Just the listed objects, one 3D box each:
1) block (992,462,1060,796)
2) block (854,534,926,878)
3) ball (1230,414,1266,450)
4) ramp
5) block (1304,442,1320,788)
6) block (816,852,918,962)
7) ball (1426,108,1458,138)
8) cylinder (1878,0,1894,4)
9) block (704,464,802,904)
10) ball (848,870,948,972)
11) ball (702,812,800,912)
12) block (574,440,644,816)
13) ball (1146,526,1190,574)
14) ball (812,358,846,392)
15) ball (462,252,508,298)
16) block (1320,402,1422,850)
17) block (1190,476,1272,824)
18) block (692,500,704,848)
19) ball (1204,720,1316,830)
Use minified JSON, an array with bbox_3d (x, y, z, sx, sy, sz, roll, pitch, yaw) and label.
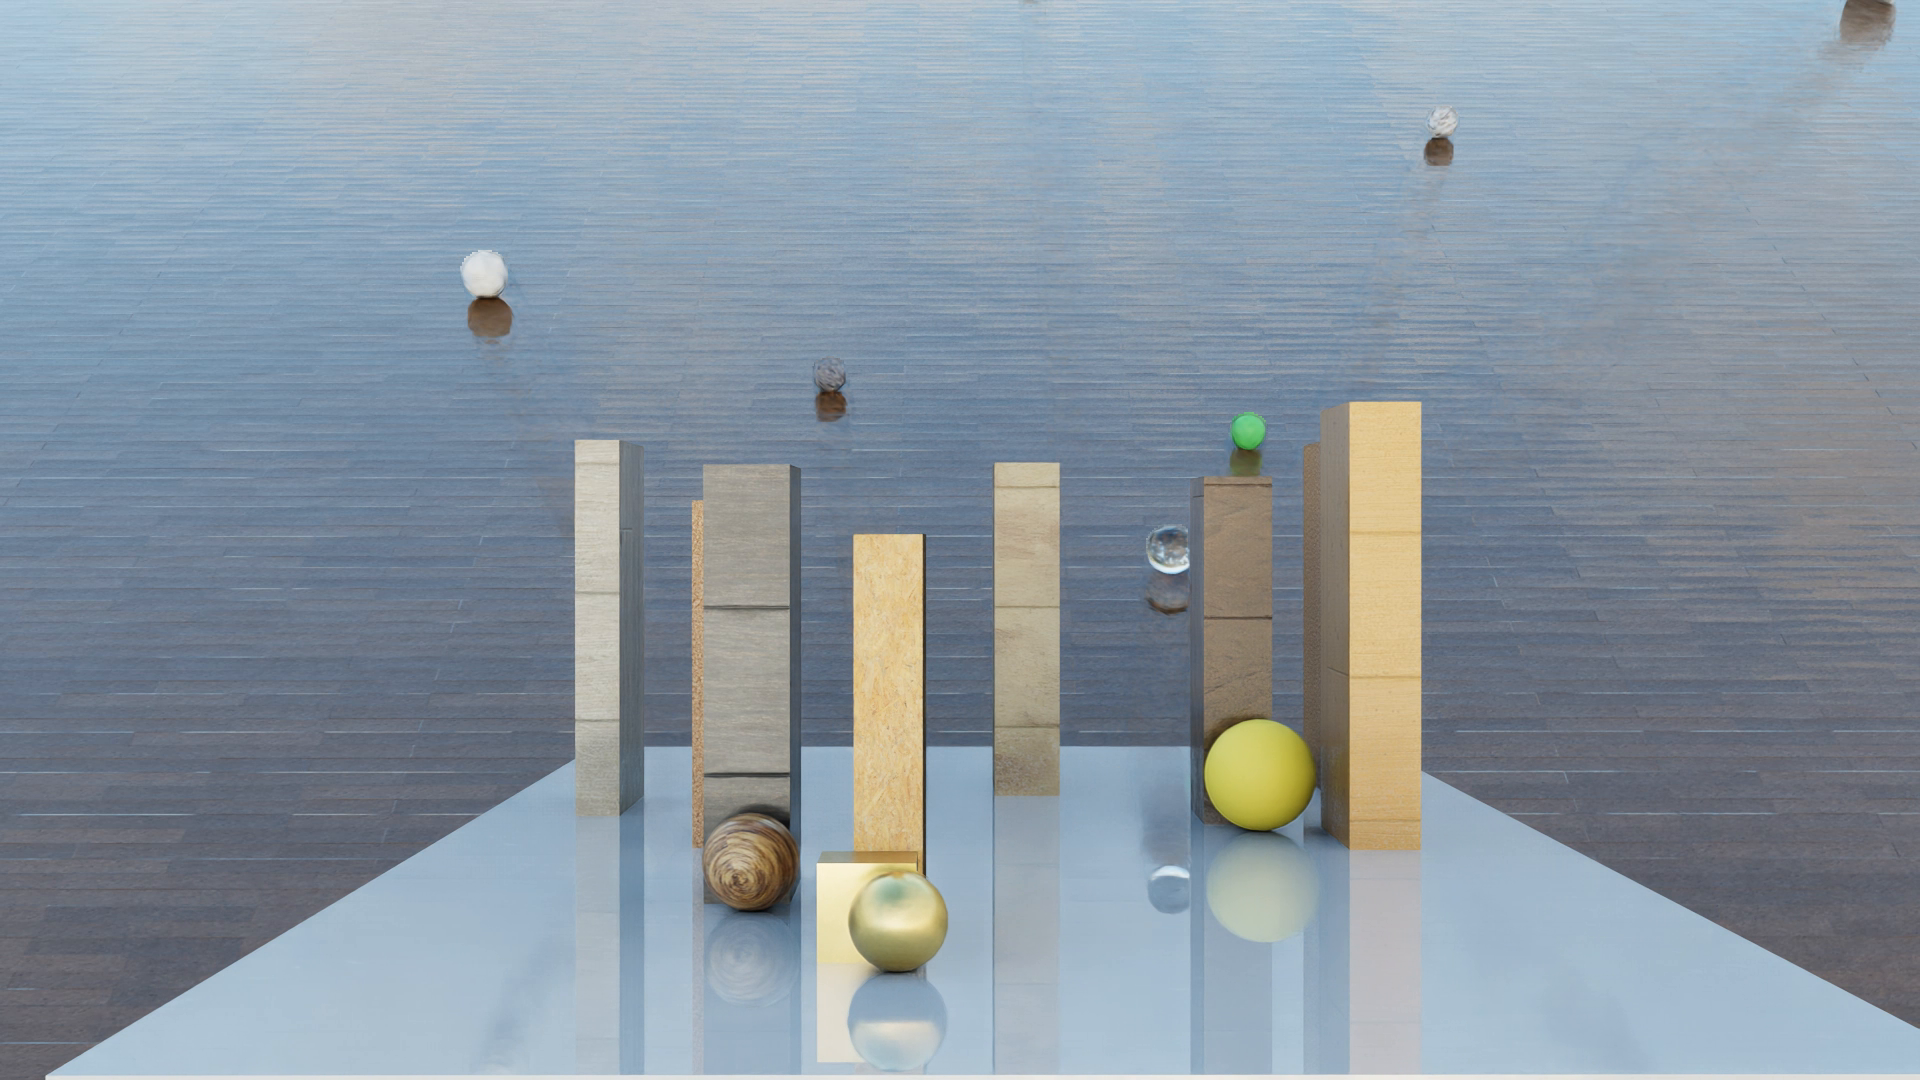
[{"bbox_3d":[0.140,0.186,5.599,0.135,0.696,0.386,0,0,0],"label":"block"},{"bbox_3d":[-0.096,0.267,3.652,0.092,0.550,0.406,0,0,0],"label":"block"},{"bbox_3d":[0.920,-0.345,8.261,0.112,0.112,0.112,0,29,0],"label":"ball"},{"bbox_3d":[0.066,0.588,4.639,2.000,0.100,4.000,0,0,0],"label":"ramp"},{"bbox_3d":[0.820,0.162,5.639,0.099,0.744,0.326,0,0,0],"label":"block"},{"bbox_3d":[-0.120,0.479,3.386,0.128,0.128,0.128,0,0,0],"label":"block"},{"bbox_3d":[1.994,-1.727,10.706,0.127,0.127,0.127,0,29,0],"label":"ball"},{"bbox_3d":[4.356,-2.672,12.304,0.204,0.204,0.204,19,34,29],"label":"cylinder"},{"bbox_3d":[-0.318,0.214,3.985,0.129,0.654,0.272,0,0,0],"label":"block"},{"bbox_3d":[-0.078,0.480,3.259,0.127,0.127,0.127,0,29,0],"label":"ball"},{"bbox_3d":[-0.306,0.470,3.779,0.143,0.143,0.143,0,29,0],"label":"ball"},{"bbox_3d":[-0.705,0.171,5.223,0.086,0.731,0.396,0,0,0],"label":"block"},{"bbox_3d":[0.618,0.028,7.564,0.144,0.144,0.144,0,29,0],"label":"ball"},{"bbox_3d":[-0.435,-0.549,8.623,0.112,0.112,0.112,0,29,0],"label":"ball"},{"bbox_3d":[-1.704,-0.950,9.282,0.167,0.167,0.167,0,29,0],"label":"ball"},{"bbox_3d":[0.738,0.149,4.669,0.124,0.778,0.359,0,0,0],"label":"block"},{"bbox_3d":[0.525,0.208,5.023,0.129,0.657,0.281,0,0,0],"label":"block"},{"bbox_3d":[-0.413,0.234,4.664,0.111,0.608,0.284,0,0,0],"label":"block"},{"bbox_3d":[0.555,0.434,4.781,0.206,0.206,0.206,0,29,0],"label":"ball"}]
